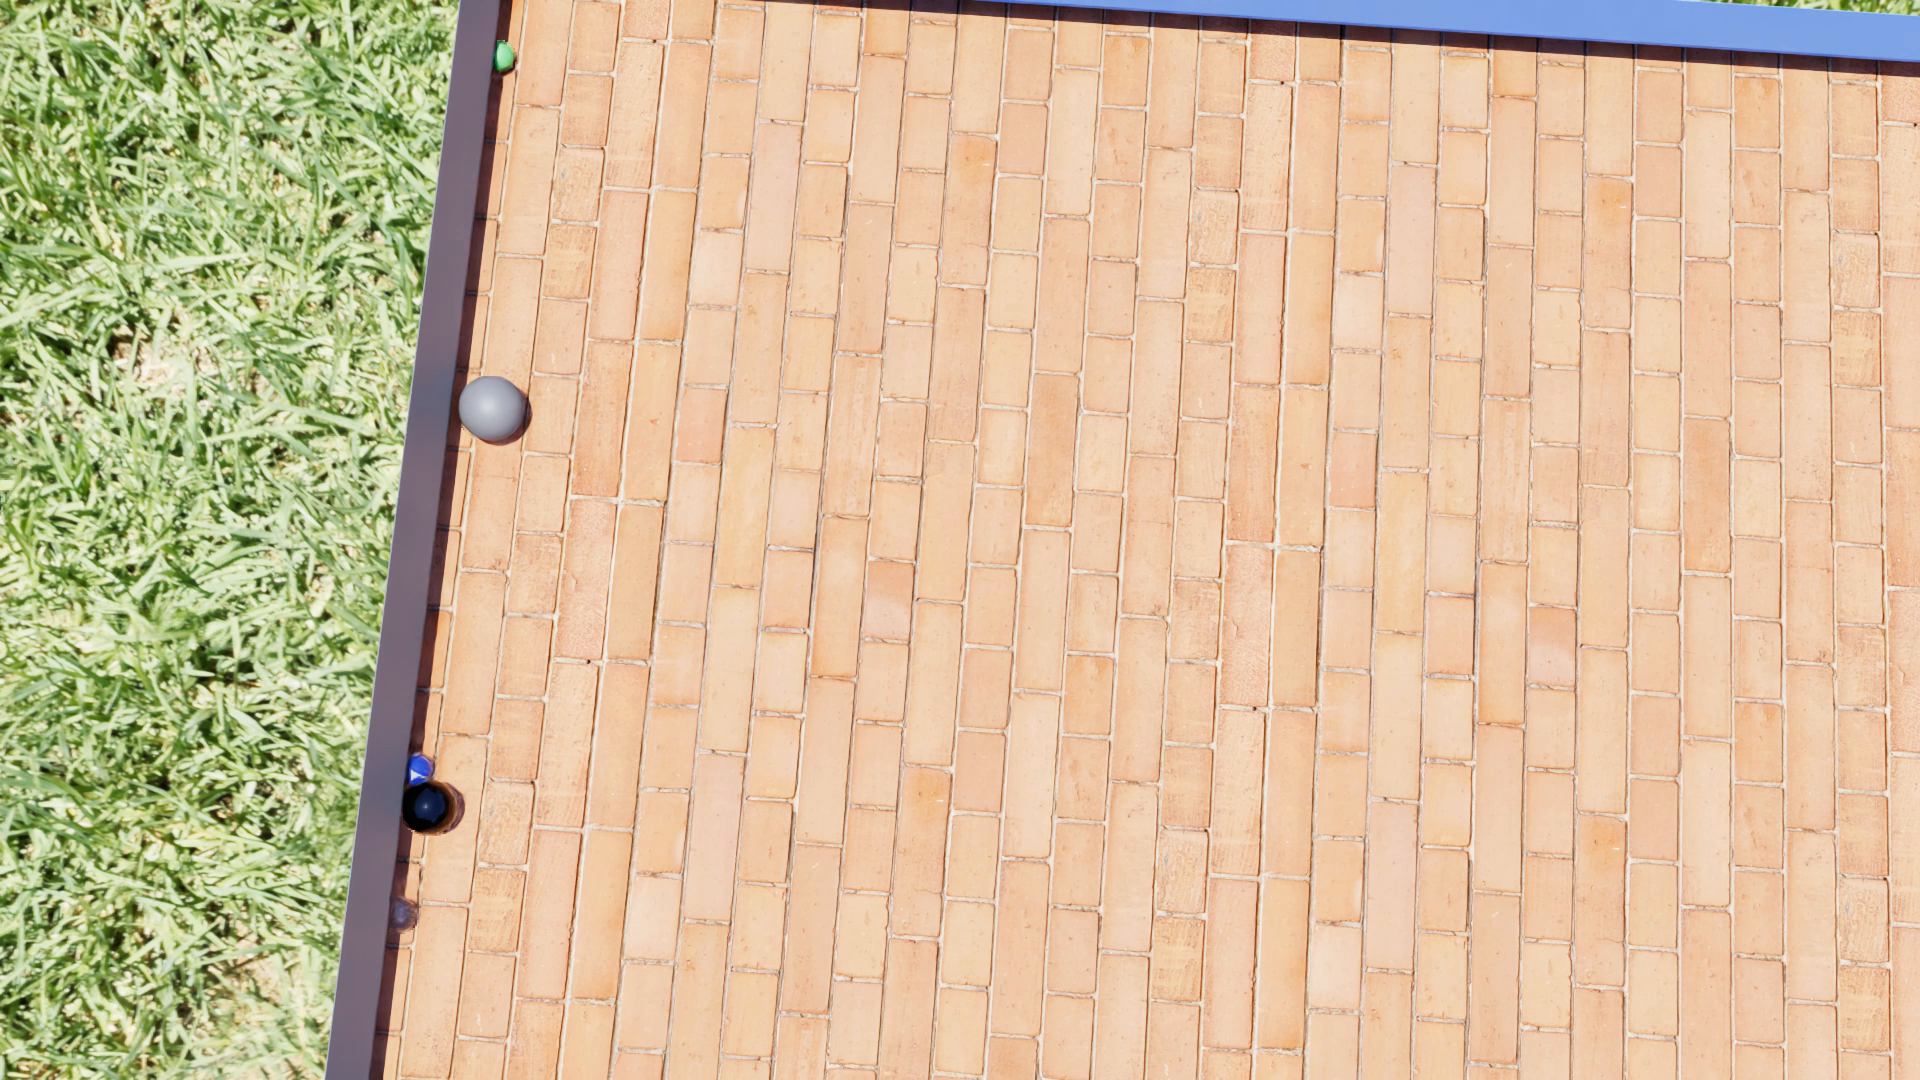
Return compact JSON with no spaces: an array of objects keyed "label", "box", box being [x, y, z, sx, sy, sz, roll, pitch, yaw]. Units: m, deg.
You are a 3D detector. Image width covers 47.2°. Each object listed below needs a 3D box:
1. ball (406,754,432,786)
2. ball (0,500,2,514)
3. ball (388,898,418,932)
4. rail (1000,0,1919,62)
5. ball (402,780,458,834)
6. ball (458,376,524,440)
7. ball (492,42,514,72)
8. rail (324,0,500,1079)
[{"label":"ball","box":[-0.802,0.339,3.243,0.049,0.049,0.049,0,78,0]},{"label":"ball","box":[-2.198,-0.075,4.926,0.097,0.097,0.097,0,78,0]},{"label":"ball","box":[-0.816,0.545,3.200,0.050,0.050,0.050,0,78,0]},{"label":"rail","box":[0.886,-0.809,3.438,3.303,0.128,0.045,4,78,1]},{"label":"ball","box":[-0.775,0.391,3.216,0.080,0.080,0.080,0,78,0]},{"label":"ball","box":[-0.709,-0.200,3.329,0.099,0.099,0.099,0,78,0]},{"label":"ball","box":[-0.726,-0.763,3.472,0.045,0.045,0.045,0,78,0]},{"label":"rail","box":[-0.800,-0.062,3.284,0.045,0.128,1.808,4,78,1]}]
